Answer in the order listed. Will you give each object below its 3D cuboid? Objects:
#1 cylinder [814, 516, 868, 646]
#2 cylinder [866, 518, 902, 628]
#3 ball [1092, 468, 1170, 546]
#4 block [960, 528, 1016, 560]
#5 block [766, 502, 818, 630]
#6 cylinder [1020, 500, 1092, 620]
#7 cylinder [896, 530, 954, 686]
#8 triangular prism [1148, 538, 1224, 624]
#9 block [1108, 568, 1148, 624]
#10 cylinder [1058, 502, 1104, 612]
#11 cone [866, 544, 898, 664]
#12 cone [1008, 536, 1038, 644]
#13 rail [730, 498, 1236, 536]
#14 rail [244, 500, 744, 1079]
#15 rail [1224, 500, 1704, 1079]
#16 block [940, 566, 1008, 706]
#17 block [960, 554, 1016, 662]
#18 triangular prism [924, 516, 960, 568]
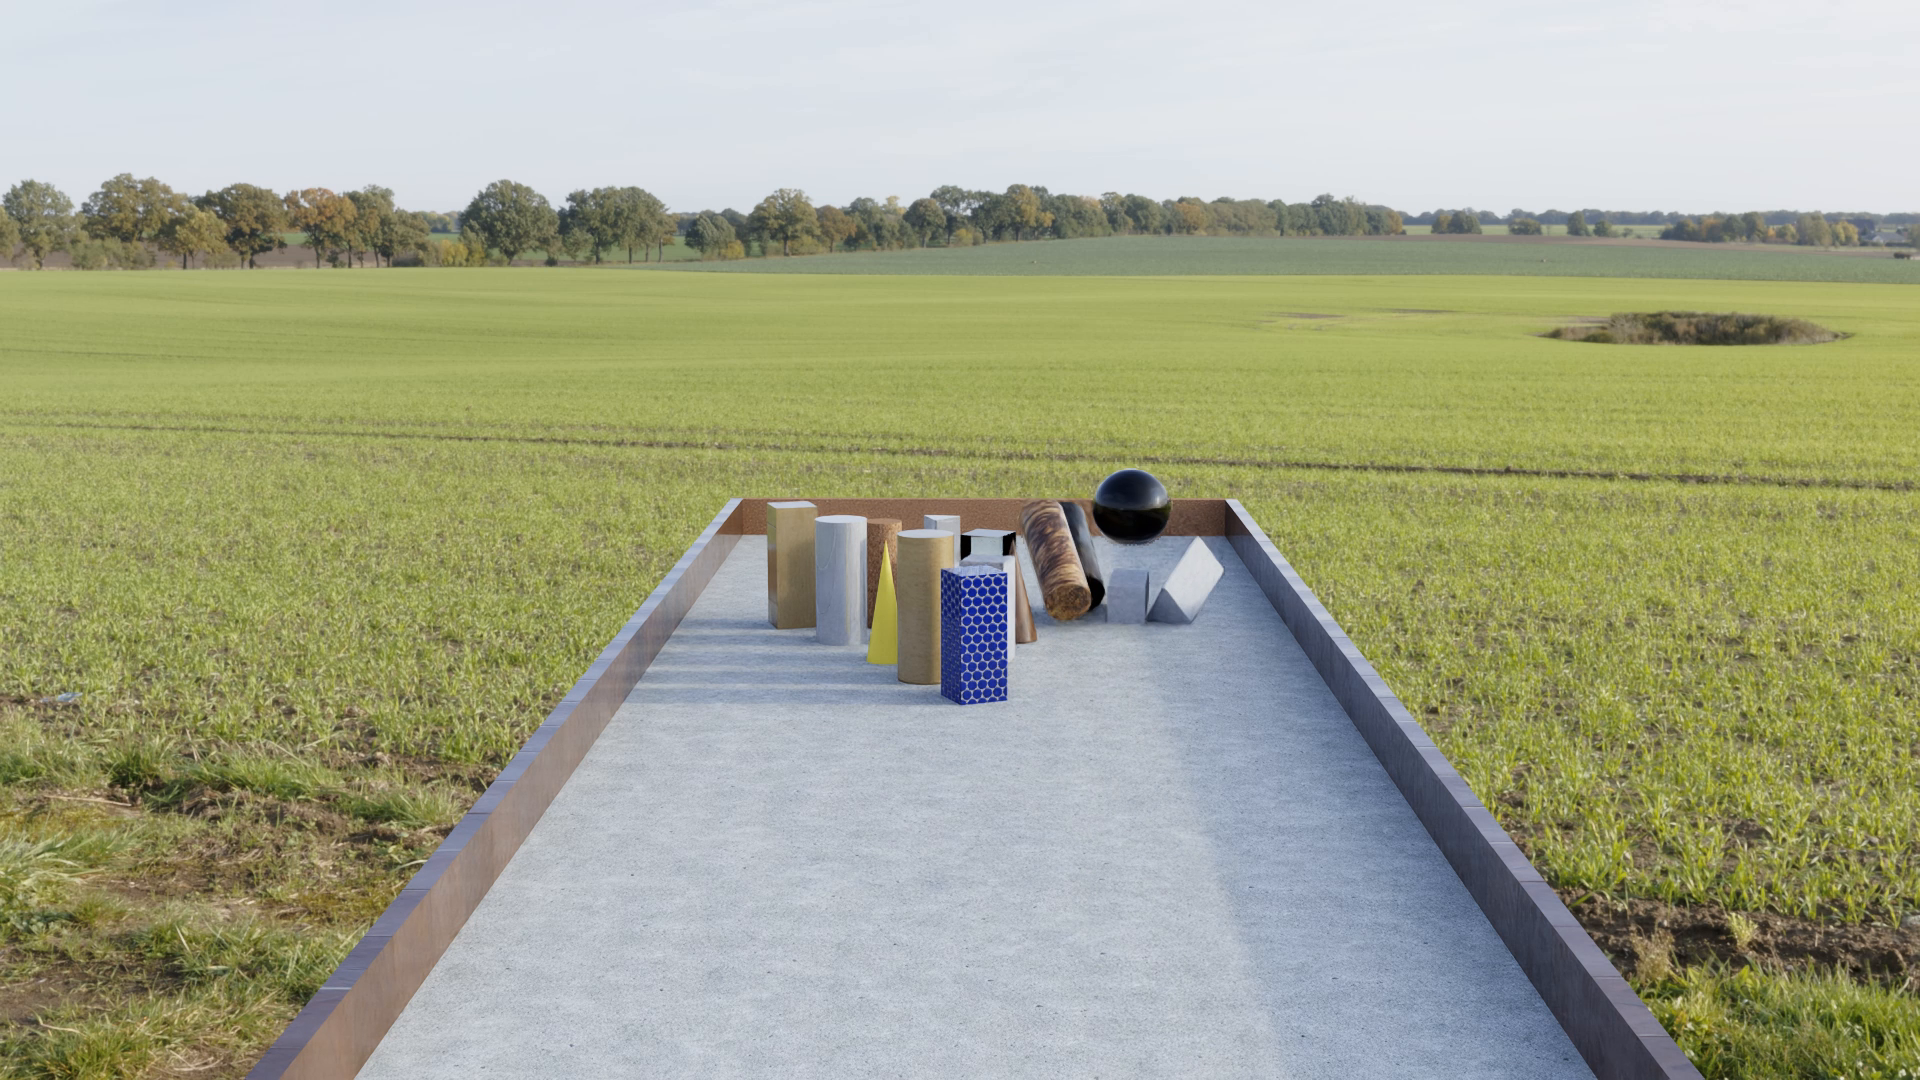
[{"bbox_3d":[-0.376,0.127,6.960,0.165,0.391,0.165,0,9,0],"label":"cylinder"},{"bbox_3d":[-0.253,0.110,7.203,0.124,0.348,0.124,0,9,0],"label":"cylinder"},{"bbox_3d":[0.586,-0.111,7.520,0.267,0.267,0.267,0,9,0],"label":"ball"},{"bbox_3d":[0.092,0.129,7.212,0.139,0.308,0.139,4,10,24],"label":"block"},{"bbox_3d":[-0.549,0.081,7.222,0.138,0.399,0.138,-3,9,-17],"label":"block"},{"bbox_3d":[0.316,0.062,7.294,0.153,0.153,0.441,-2,40,-11],"label":"cylinder"},{"bbox_3d":[-0.100,0.194,6.409,0.166,0.431,0.166,0,9,0],"label":"cylinder"},{"bbox_3d":[0.748,0.129,7.369,0.156,0.135,0.343,4,31,26],"label":"triangular prism"},{"bbox_3d":[0.569,0.188,7.429,0.123,0.123,0.346,1,9,7],"label":"block"},{"bbox_3d":[0.374,0.059,7.513,0.176,0.176,0.379,-1,41,-9],"label":"cylinder"},{"bbox_3d":[-0.224,0.181,6.668,0.122,0.375,0.122,0,9,0],"label":"cone"},{"bbox_3d":[0.168,0.153,6.988,0.163,0.331,0.163,0,9,0],"label":"cone"},{"bbox_3d":[0.099,-0.098,9.147,2.100,0.150,0.050,0,9,1],"label":"rail"},{"bbox_3d":[-1.004,0.839,3.234,0.050,0.150,12.000,0,9,1],"label":"rail"},{"bbox_3d":[1.046,0.843,3.208,0.050,0.150,12.000,0,9,1],"label":"rail"},{"bbox_3d":[0.039,0.265,6.174,0.141,0.364,0.141,-4,10,-24],"label":"block"},{"bbox_3d":[0.083,0.211,6.670,0.138,0.315,0.138,3,9,16],"label":"block"},{"bbox_3d":[-0.075,0.122,6.974,0.100,0.396,0.115,8,12,40],"label":"triangular prism"}]
